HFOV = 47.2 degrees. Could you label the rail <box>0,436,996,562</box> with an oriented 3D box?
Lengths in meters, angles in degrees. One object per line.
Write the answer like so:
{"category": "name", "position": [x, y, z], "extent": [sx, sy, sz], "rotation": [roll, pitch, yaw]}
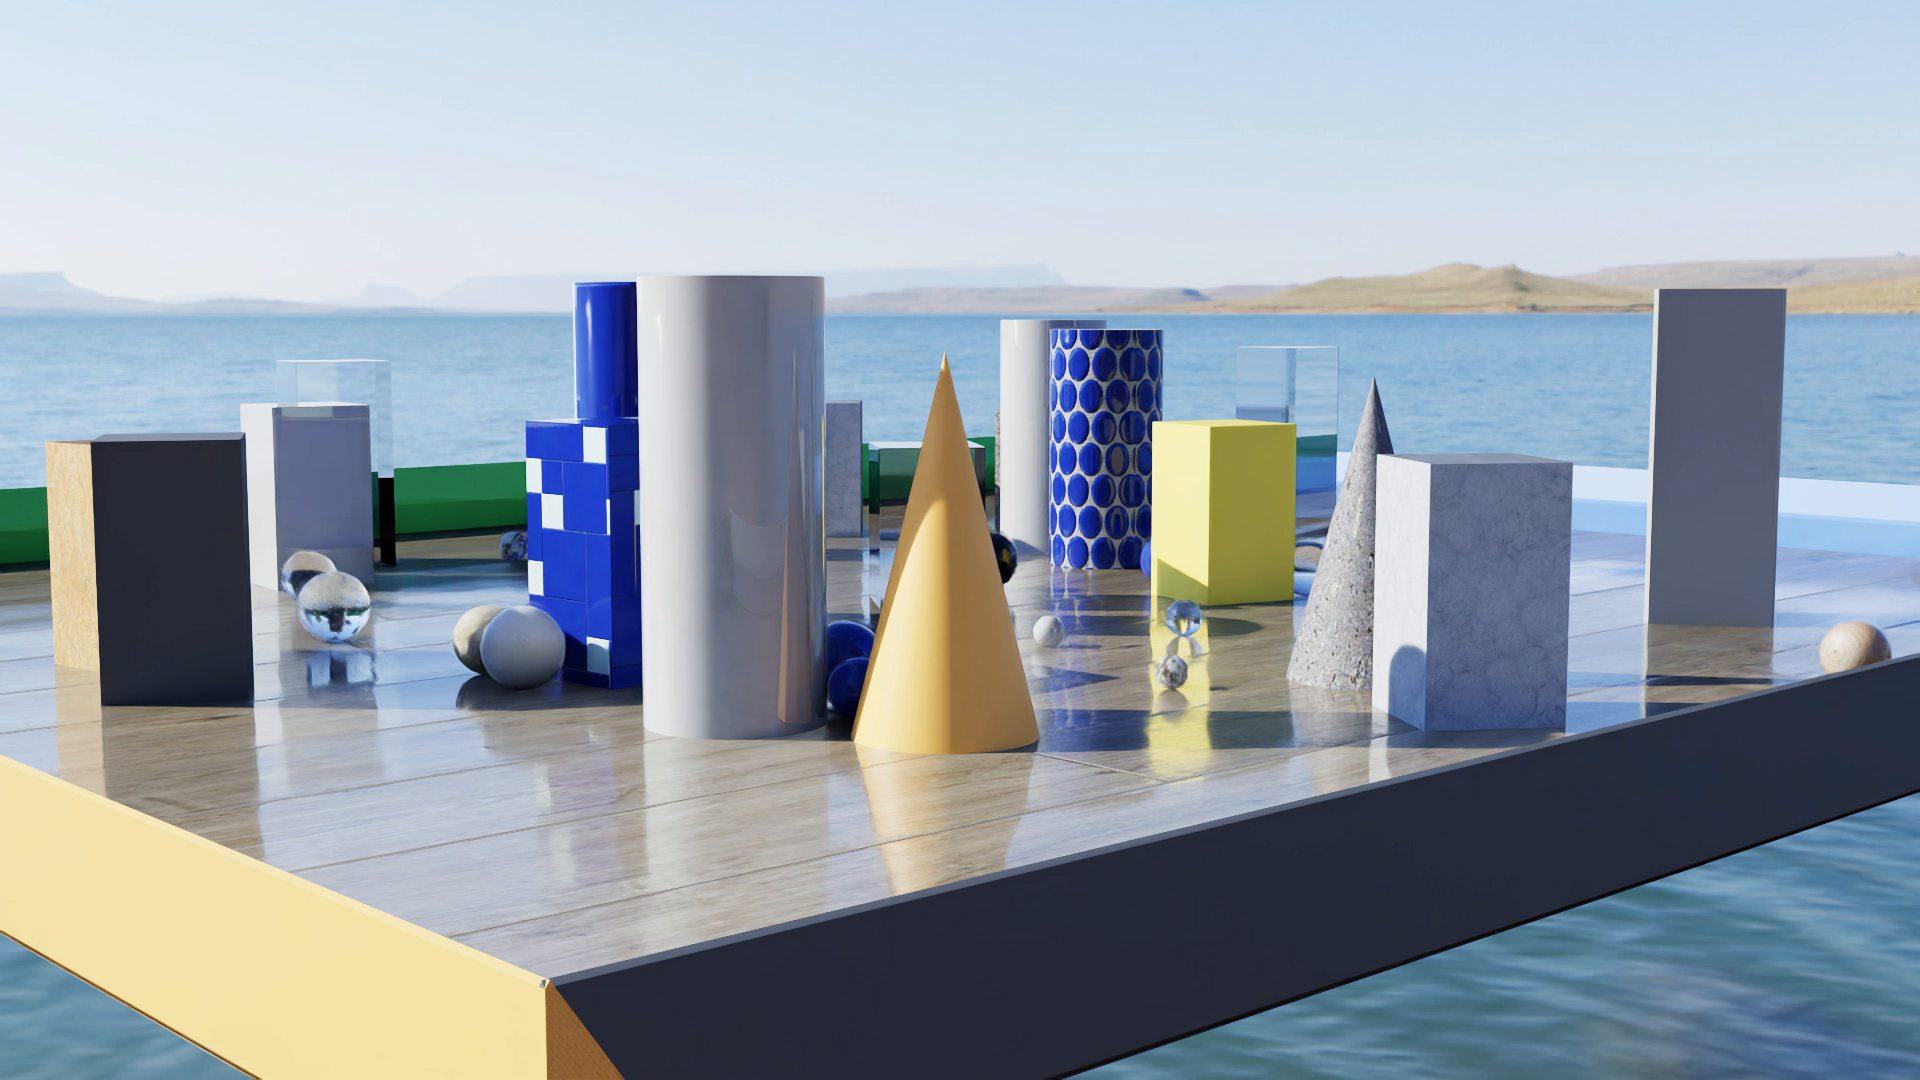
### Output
{"category": "rail", "position": [-1.044, -0.083, 4.457], "extent": [3.414, 0.130, 0.045], "rotation": [-5, 8, -42]}

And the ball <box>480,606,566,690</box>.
{"category": "ball", "position": [-0.514, 0.127, 2.588], "extent": [0.100, 0.100, 0.100], "rotation": [0, 6, 0]}

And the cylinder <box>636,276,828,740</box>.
{"category": "cylinder", "position": [-0.244, -0.041, 2.365], "extent": [0.199, 0.481, 0.199], "rotation": [0, 6, 0]}

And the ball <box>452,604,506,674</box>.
{"category": "ball", "position": [-0.580, 0.122, 2.703], "extent": [0.086, 0.086, 0.086], "rotation": [0, 6, 0]}

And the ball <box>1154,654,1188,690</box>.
{"category": "ball", "position": [0.250, 0.156, 2.598], "extent": [0.041, 0.041, 0.041], "rotation": [0, 6, 0]}

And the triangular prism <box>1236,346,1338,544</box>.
{"category": "triangular prism", "position": [0.547, -0.144, 3.822], "extent": [0.150, 0.383, 0.173], "rotation": [4, 7, 35]}

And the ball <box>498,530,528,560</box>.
{"category": "ball", "position": [-0.798, 0.010, 3.934], "extent": [0.053, 0.053, 0.053], "rotation": [0, 6, 0]}

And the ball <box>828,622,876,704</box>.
{"category": "ball", "position": [-0.131, 0.140, 2.483], "extent": [0.096, 0.096, 0.096], "rotation": [0, 6, 0]}

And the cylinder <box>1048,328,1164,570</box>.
{"category": "cylinder", "position": [0.257, -0.164, 3.879], "extent": [0.199, 0.412, 0.199], "rotation": [0, 6, 0]}

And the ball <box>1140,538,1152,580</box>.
{"category": "ball", "position": [0.335, 0.031, 3.603], "extent": [0.080, 0.080, 0.080], "rotation": [0, 6, 0]}

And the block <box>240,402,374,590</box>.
{"category": "block", "position": [-1.071, -0.076, 3.607], "extent": [0.160, 0.293, 0.160], "rotation": [-4, 7, -35]}

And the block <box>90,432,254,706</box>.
{"category": "block", "position": [-0.916, 0.029, 2.569], "extent": [0.160, 0.299, 0.160], "rotation": [-2, 6, -16]}

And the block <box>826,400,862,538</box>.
{"category": "block", "position": [-0.277, -0.145, 4.408], "extent": [0.160, 0.265, 0.160], "rotation": [0, 6, -1]}

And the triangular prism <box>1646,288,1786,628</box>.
{"category": "triangular prism", "position": [1.080, -0.123, 3.174], "extent": [0.173, 0.476, 0.150], "rotation": [1, 6, 13]}

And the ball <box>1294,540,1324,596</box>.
{"category": "ball", "position": [0.544, 0.044, 3.445], "extent": [0.088, 0.088, 0.088], "rotation": [0, 6, 0]}

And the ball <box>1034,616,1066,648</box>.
{"category": "ball", "position": [0.119, 0.121, 2.922], "extent": [0.043, 0.043, 0.043], "rotation": [0, 6, 0]}

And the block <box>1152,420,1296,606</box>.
{"category": "block", "position": [0.410, -0.047, 3.426], "extent": [0.160, 0.272, 0.160], "rotation": [-3, 7, -27]}

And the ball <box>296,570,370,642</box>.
{"category": "ball", "position": [-0.845, 0.090, 2.968], "extent": [0.096, 0.096, 0.096], "rotation": [0, 6, 0]}

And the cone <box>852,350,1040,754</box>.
{"category": "cone", "position": [-0.015, 0.005, 2.295], "extent": [0.199, 0.404, 0.199], "rotation": [0, 6, 0]}

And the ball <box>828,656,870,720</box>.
{"category": "ball", "position": [-0.110, 0.162, 2.397], "extent": [0.070, 0.070, 0.070], "rotation": [0, 6, 0]}

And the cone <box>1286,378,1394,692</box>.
{"category": "cone", "position": [0.498, -0.016, 2.664], "extent": [0.199, 0.368, 0.199], "rotation": [0, 6, 0]}

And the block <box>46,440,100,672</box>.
{"category": "block", "position": [-1.035, 0.015, 2.785], "extent": [0.160, 0.281, 0.160], "rotation": [5, 8, 38]}

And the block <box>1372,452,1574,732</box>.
{"category": "block", "position": [0.559, 0.052, 2.414], "extent": [0.160, 0.285, 0.160], "rotation": [-1, 6, -9]}

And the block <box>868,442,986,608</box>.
{"category": "block", "position": [-0.052, -0.026, 3.374], "extent": [0.160, 0.241, 0.160], "rotation": [-1, 6, -8]}

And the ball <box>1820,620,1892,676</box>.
{"category": "ball", "position": [1.060, 0.136, 2.601], "extent": [0.081, 0.081, 0.081], "rotation": [0, 6, 0]}

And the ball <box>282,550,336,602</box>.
{"category": "ball", "position": [-0.989, 0.057, 3.342], "extent": [0.082, 0.082, 0.082], "rotation": [0, 6, 0]}

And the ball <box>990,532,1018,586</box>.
{"category": "ball", "position": [0.045, 0.033, 3.523], "extent": [0.094, 0.094, 0.094], "rotation": [0, 6, 0]}

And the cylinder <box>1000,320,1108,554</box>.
{"category": "cylinder", "position": [0.175, -0.198, 4.123], "extent": [0.199, 0.428, 0.199], "rotation": [0, 6, 0]}

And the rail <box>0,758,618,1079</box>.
{"category": "rail", "position": [-1.237, 0.152, 2.196], "extent": [0.045, 0.130, 3.125], "rotation": [-5, 8, -42]}

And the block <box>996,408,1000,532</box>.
{"category": "block", "position": [0.184, -0.142, 4.448], "extent": [0.160, 0.250, 0.160], "rotation": [5, 8, 41]}

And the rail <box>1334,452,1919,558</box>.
{"category": "rail", "position": [1.237, -0.084, 4.467], "extent": [0.045, 0.130, 3.125], "rotation": [-5, 8, -42]}

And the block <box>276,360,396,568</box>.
{"category": "block", "position": [-1.093, -0.135, 3.853], "extent": [0.160, 0.358, 0.160], "rotation": [-3, 7, -29]}

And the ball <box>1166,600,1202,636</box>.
{"category": "ball", "position": [0.308, 0.107, 3.020], "extent": [0.051, 0.051, 0.051], "rotation": [0, 6, 0]}

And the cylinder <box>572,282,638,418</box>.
{"category": "cylinder", "position": [-0.448, -0.124, 3.142], "extent": [0.199, 0.485, 0.199], "rotation": [0, 6, 0]}

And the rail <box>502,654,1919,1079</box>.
{"category": "rail", "position": [1.044, 0.151, 2.207], "extent": [3.414, 0.130, 0.045], "rotation": [-5, 8, -42]}

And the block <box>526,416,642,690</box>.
{"category": "block", "position": [-0.414, 0.010, 2.689], "extent": [0.160, 0.312, 0.160], "rotation": [5, 8, 42]}
